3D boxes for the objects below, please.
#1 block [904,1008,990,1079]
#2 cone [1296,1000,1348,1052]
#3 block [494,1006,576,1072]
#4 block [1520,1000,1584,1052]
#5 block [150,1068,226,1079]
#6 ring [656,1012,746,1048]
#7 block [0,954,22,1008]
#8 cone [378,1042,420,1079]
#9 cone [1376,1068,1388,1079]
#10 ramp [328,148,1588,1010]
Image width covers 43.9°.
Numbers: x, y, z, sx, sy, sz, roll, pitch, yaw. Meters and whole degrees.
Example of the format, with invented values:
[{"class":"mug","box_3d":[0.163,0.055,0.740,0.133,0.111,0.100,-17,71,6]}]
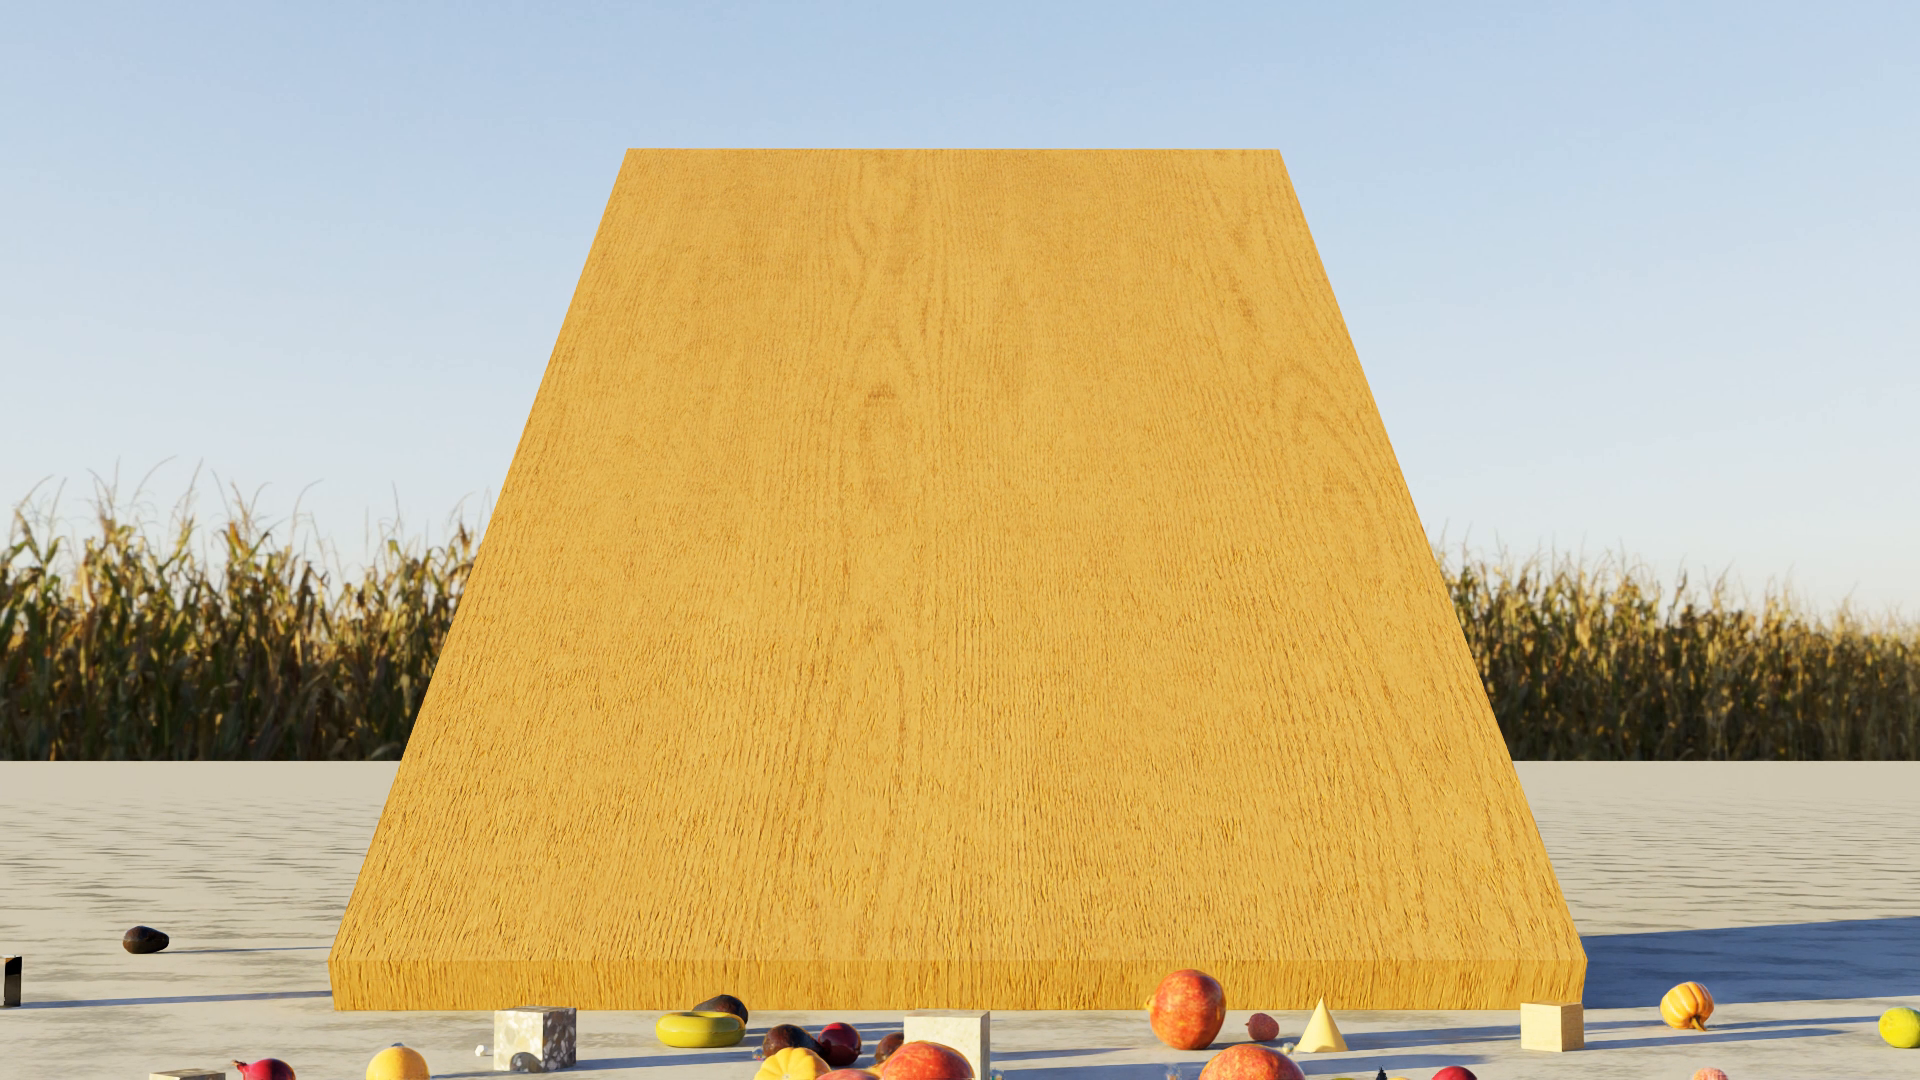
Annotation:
[{"class":"block","box_3d":[-0.015,0.627,2.922,0.093,0.093,0.093,-1,-5,8]},{"class":"cone","box_3d":[0.505,0.674,3.326,0.072,0.072,0.072,0,-5,0]},{"class":"block","box_3d":[-0.557,0.654,3.130,0.076,0.076,0.076,-2,-6,26]},{"class":"block","box_3d":[0.830,0.680,3.338,0.062,0.062,0.062,-5,-7,44]},{"class":"block","box_3d":[-0.854,0.619,2.635,0.058,0.058,0.058,-4,-7,40]},{"class":"ring","box_3d":[-0.368,0.694,3.381,0.128,0.043,0.128,1,-6,0]},{"class":"block","box_3d":[-1.587,0.719,3.877,0.081,0.081,0.081,-3,-6,34]},{"class":"cone","box_3d":[-0.703,0.672,3.030,0.050,0.050,0.050,-5,-35,44]},{"class":"cone","box_3d":[0.463,0.612,2.617,0.067,0.067,0.067,0,-5,0]},{"class":"ramp","box_3d":[-0.011,-0.223,5.575,2.000,0.100,4.000,0,28,0]}]
